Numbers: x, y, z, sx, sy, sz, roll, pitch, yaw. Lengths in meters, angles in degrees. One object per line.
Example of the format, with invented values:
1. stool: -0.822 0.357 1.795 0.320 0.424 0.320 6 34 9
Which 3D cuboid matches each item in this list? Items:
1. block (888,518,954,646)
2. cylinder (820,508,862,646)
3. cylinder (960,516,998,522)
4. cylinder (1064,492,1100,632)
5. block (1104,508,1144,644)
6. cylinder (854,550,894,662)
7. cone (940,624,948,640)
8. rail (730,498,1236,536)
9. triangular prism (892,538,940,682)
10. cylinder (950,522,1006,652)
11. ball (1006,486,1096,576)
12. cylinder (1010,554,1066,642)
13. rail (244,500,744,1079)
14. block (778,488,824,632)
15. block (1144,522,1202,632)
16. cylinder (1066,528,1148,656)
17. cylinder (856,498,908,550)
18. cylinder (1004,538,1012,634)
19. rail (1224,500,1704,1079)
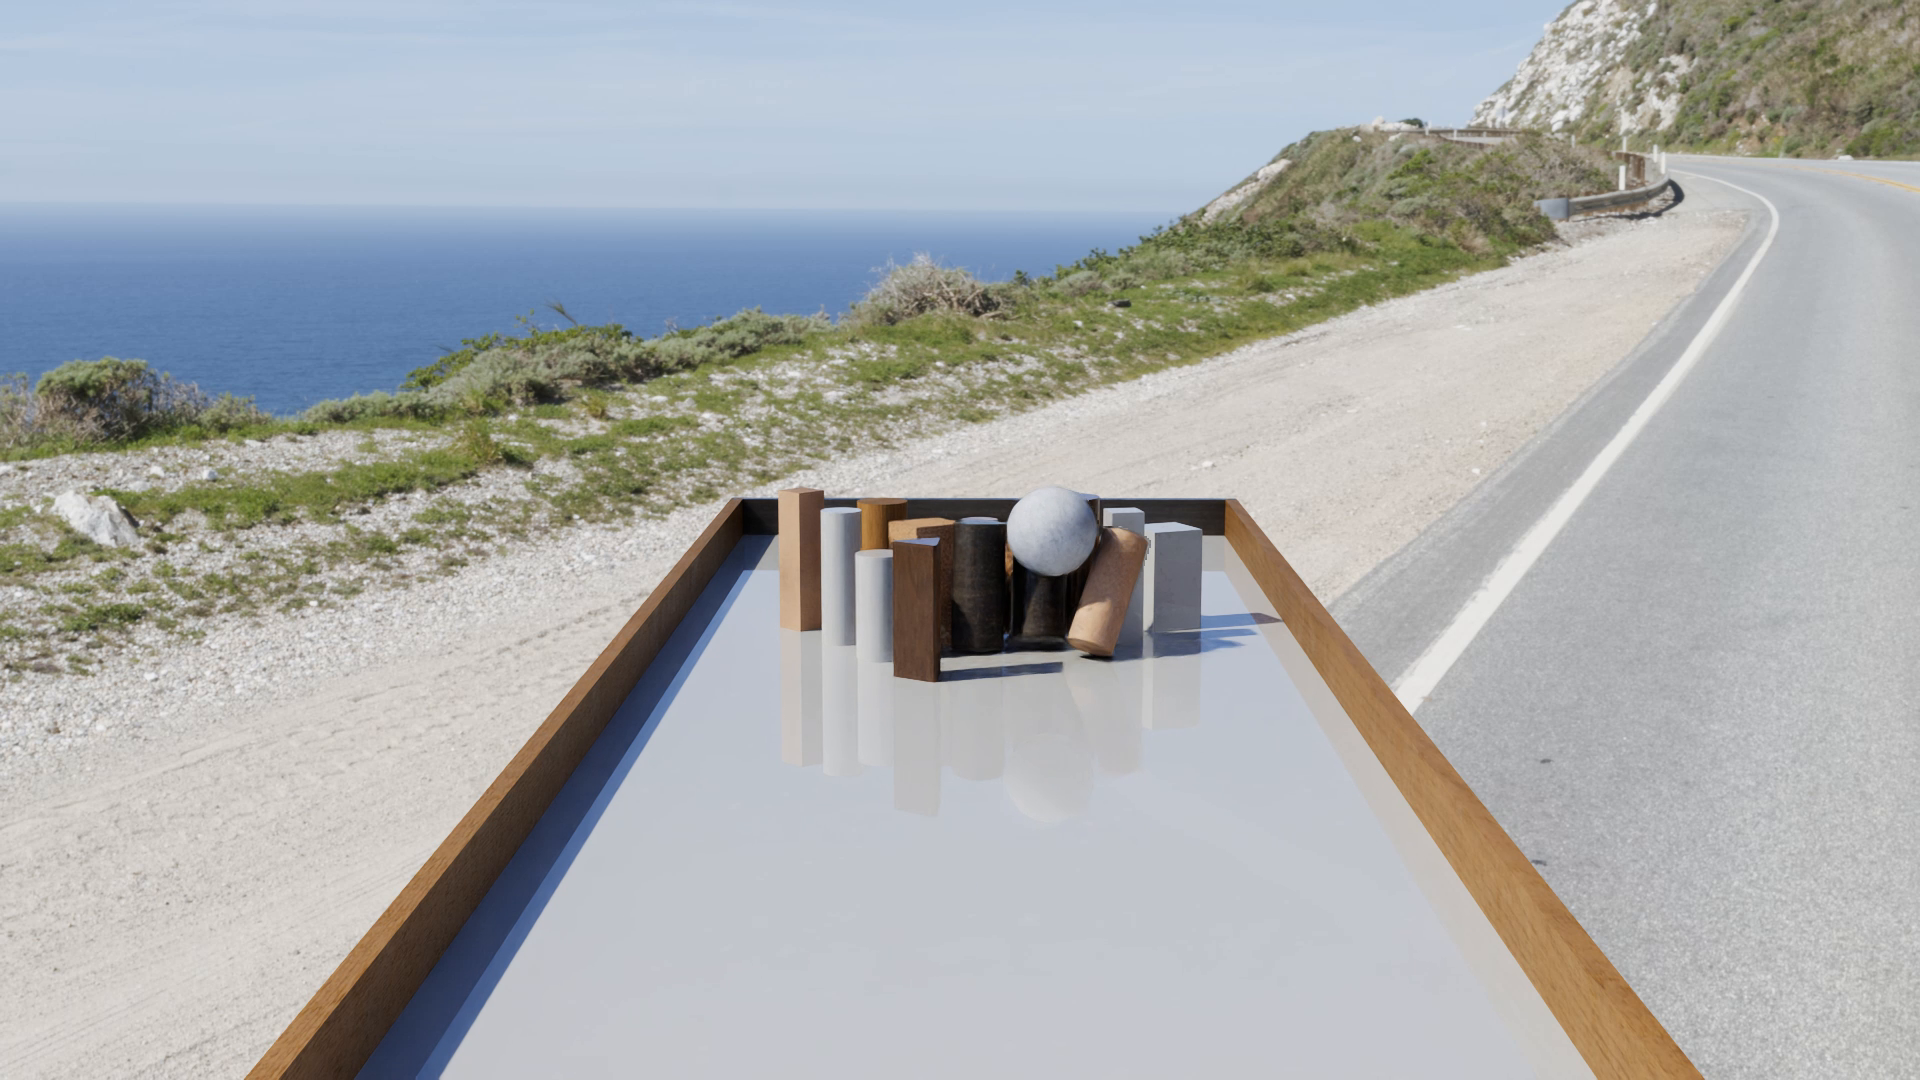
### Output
1. block: -0.102 0.133 6.940 0.178 0.381 0.178 -5 9 -30
2. cylinder: -0.373 0.115 6.936 0.129 0.422 0.129 0 9 0
3. cylinder: 0.064 0.108 7.199 0.121 0.353 0.121 0 9 0
4. cylinder: 0.365 0.073 7.165 0.178 0.433 0.178 0 9 0
5. block: 0.516 0.114 6.954 0.105 0.419 0.105 -2 9 -11
6. cylinder: -0.242 0.200 6.714 0.154 0.323 0.154 0 9 0
7. cone: -0.172 0.176 6.797 0.128 0.331 0.128 -30 -9 -5
8. rail: 0.099 -0.098 9.147 2.100 0.150 0.050 0 9 1
9. triangular prism: -0.097 0.200 6.457 0.151 0.404 0.131 6 11 34
10. cylinder: 0.057 0.141 6.825 0.165 0.391 0.165 1 4 0
11. ball: 0.279 -0.026 6.707 0.276 0.276 0.276 0 9 0
12. cylinder: 0.248 0.138 6.904 0.171 0.350 0.171 2 -9 0
13. rail: -1.004 0.839 3.234 0.050 0.150 12.000 0 9 1
14. block: -0.515 0.062 7.169 0.105 0.453 0.105 -8 12 -43
15. block: 0.670 0.120 7.211 0.177 0.326 0.177 -4 10 -24
16. cylinder: 0.454 0.160 6.747 0.147 0.369 0.147 18 -15 5
17. cylinder: -0.253 0.080 7.174 0.165 0.417 0.165 0 9 0
18. cylinder: 0.198 0.137 7.052 0.125 0.320 0.125 -1 -8 0
19. rail: 1.046 0.843 3.208 0.050 0.150 12.000 0 9 1
